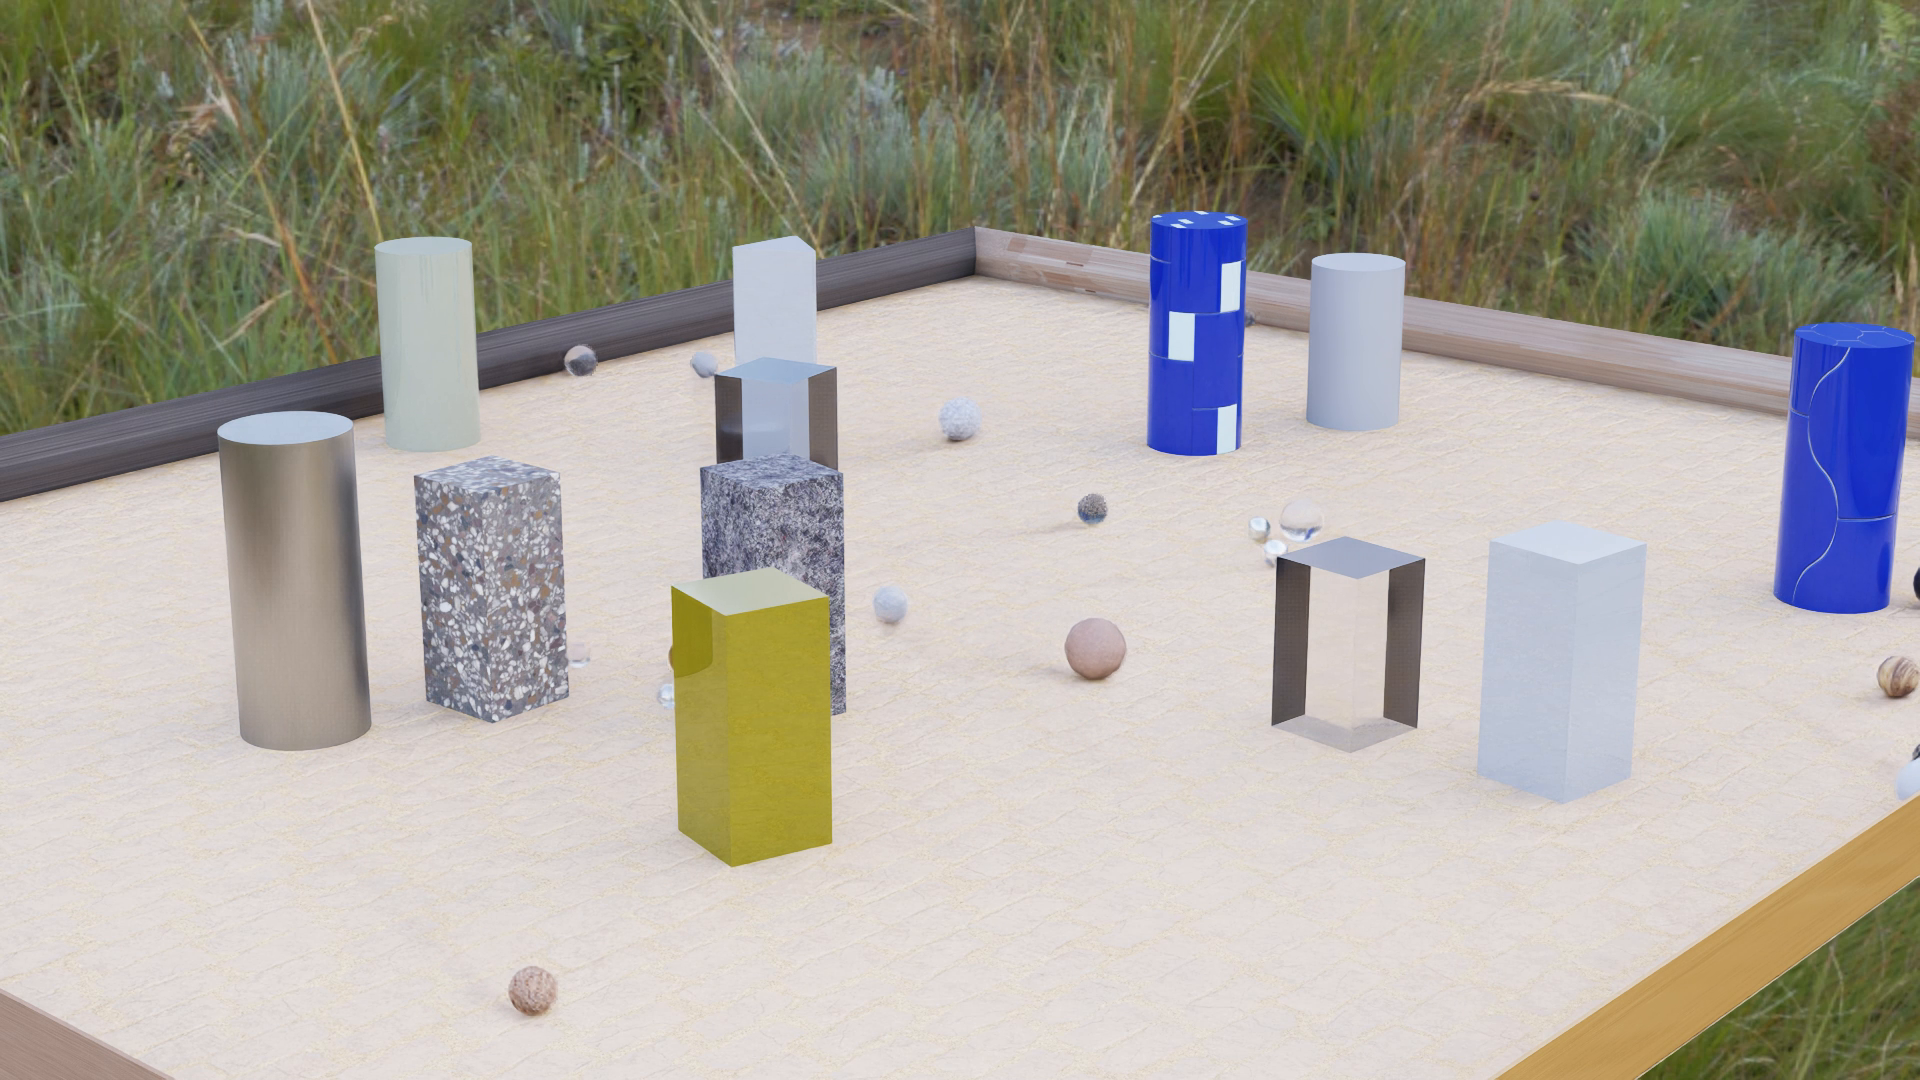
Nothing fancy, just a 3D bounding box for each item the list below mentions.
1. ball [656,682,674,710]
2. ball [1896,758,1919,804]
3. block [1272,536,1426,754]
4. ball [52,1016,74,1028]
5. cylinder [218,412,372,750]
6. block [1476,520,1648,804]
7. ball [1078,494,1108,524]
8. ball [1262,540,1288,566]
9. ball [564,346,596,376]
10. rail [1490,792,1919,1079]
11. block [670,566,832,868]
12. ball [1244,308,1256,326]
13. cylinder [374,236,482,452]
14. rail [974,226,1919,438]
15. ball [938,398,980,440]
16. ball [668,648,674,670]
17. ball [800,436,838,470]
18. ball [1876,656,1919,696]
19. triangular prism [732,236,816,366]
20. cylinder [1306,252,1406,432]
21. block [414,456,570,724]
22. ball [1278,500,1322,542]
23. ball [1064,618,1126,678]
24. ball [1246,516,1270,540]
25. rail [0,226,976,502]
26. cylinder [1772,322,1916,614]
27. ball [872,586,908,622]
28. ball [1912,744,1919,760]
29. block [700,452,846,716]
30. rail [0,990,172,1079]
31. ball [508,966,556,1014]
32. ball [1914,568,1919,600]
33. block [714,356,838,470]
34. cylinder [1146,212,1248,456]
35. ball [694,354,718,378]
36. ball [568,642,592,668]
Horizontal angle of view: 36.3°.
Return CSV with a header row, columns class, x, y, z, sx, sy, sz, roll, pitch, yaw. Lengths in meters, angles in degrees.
class,x,y,z,sx,sy,sz,roll,pitch,yaw
ball,-0.453,0.244,4.573,0.041,0.041,0.041,0,17,0
ball,1.367,0.350,4.143,0.086,0.086,0.086,0,17,0
block,0.589,0.157,4.459,0.158,0.273,0.158,-15,22,-40
ball,-1.057,0.584,3.402,0.064,0.064,0.064,0,17,0
cylinder,-1.003,0.061,4.427,0.198,0.476,0.198,0,17,0
block,0.871,0.174,4.252,0.158,0.359,0.158,-14,22,-39
ball,0.250,-0.058,5.545,0.058,0.058,0.058,0,17,0
ball,0.569,0.023,5.291,0.049,0.049,0.049,0,17,0
ball,-0.866,-0.408,6.685,0.071,0.071,0.071,0,17,0
rail,1.334,0.366,4.011,0.045,0.128,4.242,14,22,39
block,-0.286,0.241,4.030,0.158,0.360,0.158,-10,20,-31
ball,0.700,-0.544,7.180,0.046,0.046,0.046,0,17,0
cylinder,-1.104,-0.407,6.088,0.198,0.413,0.198,0,17,0
rail,1.375,-0.425,6.636,3.581,0.128,0.045,14,22,39
ball,-0.001,-0.253,6.138,0.090,0.090,0.090,0,17,0
ball,-0.438,0.189,4.716,0.064,0.064,0.064,0,17,0
ball,-0.282,-0.170,5.878,0.079,0.079,0.079,0,17,0
ball,1.480,0.215,4.626,0.065,0.065,0.065,0,17,0
triangular prism,-0.355,-0.390,5.982,0.171,0.440,0.148,4,17,13
cylinder,0.845,-0.424,6.265,0.198,0.344,0.198,0,17,0
block,-0.729,0.074,4.569,0.158,0.368,0.158,14,22,39
ball,0.631,-0.035,5.431,0.080,0.080,0.080,0,17,0
ball,0.217,0.173,4.706,0.099,0.099,0.099,0,17,0
ball,0.554,-0.021,5.443,0.046,0.046,0.046,0,17,0
rail,-1.334,-0.302,6.229,0.045,0.128,4.242,14,22,39
cylinder,1.523,-0.125,5.058,0.198,0.467,0.198,0,17,0
ball,-0.118,0.110,4.980,0.061,0.061,0.061,0,17,0
ball,1.422,0.321,4.270,0.068,0.068,0.068,0,17,0
block,-0.287,0.079,4.522,0.158,0.386,0.158,-12,21,-35
rail,-1.375,0.489,3.604,3.581,0.128,0.045,14,22,39
ball,-0.517,0.544,3.545,0.058,0.058,0.058,0,17,0
ball,1.687,0.076,5.040,0.093,0.093,0.093,0,17,0
block,-0.329,-0.135,5.291,0.158,0.351,0.158,9,19,29
cylinder,0.488,-0.427,6.052,0.198,0.472,0.198,0,17,0
ball,-0.579,-0.397,6.673,0.056,0.056,0.056,0,17,0
ball,-0.620,0.186,4.761,0.043,0.043,0.043,0,17,0
